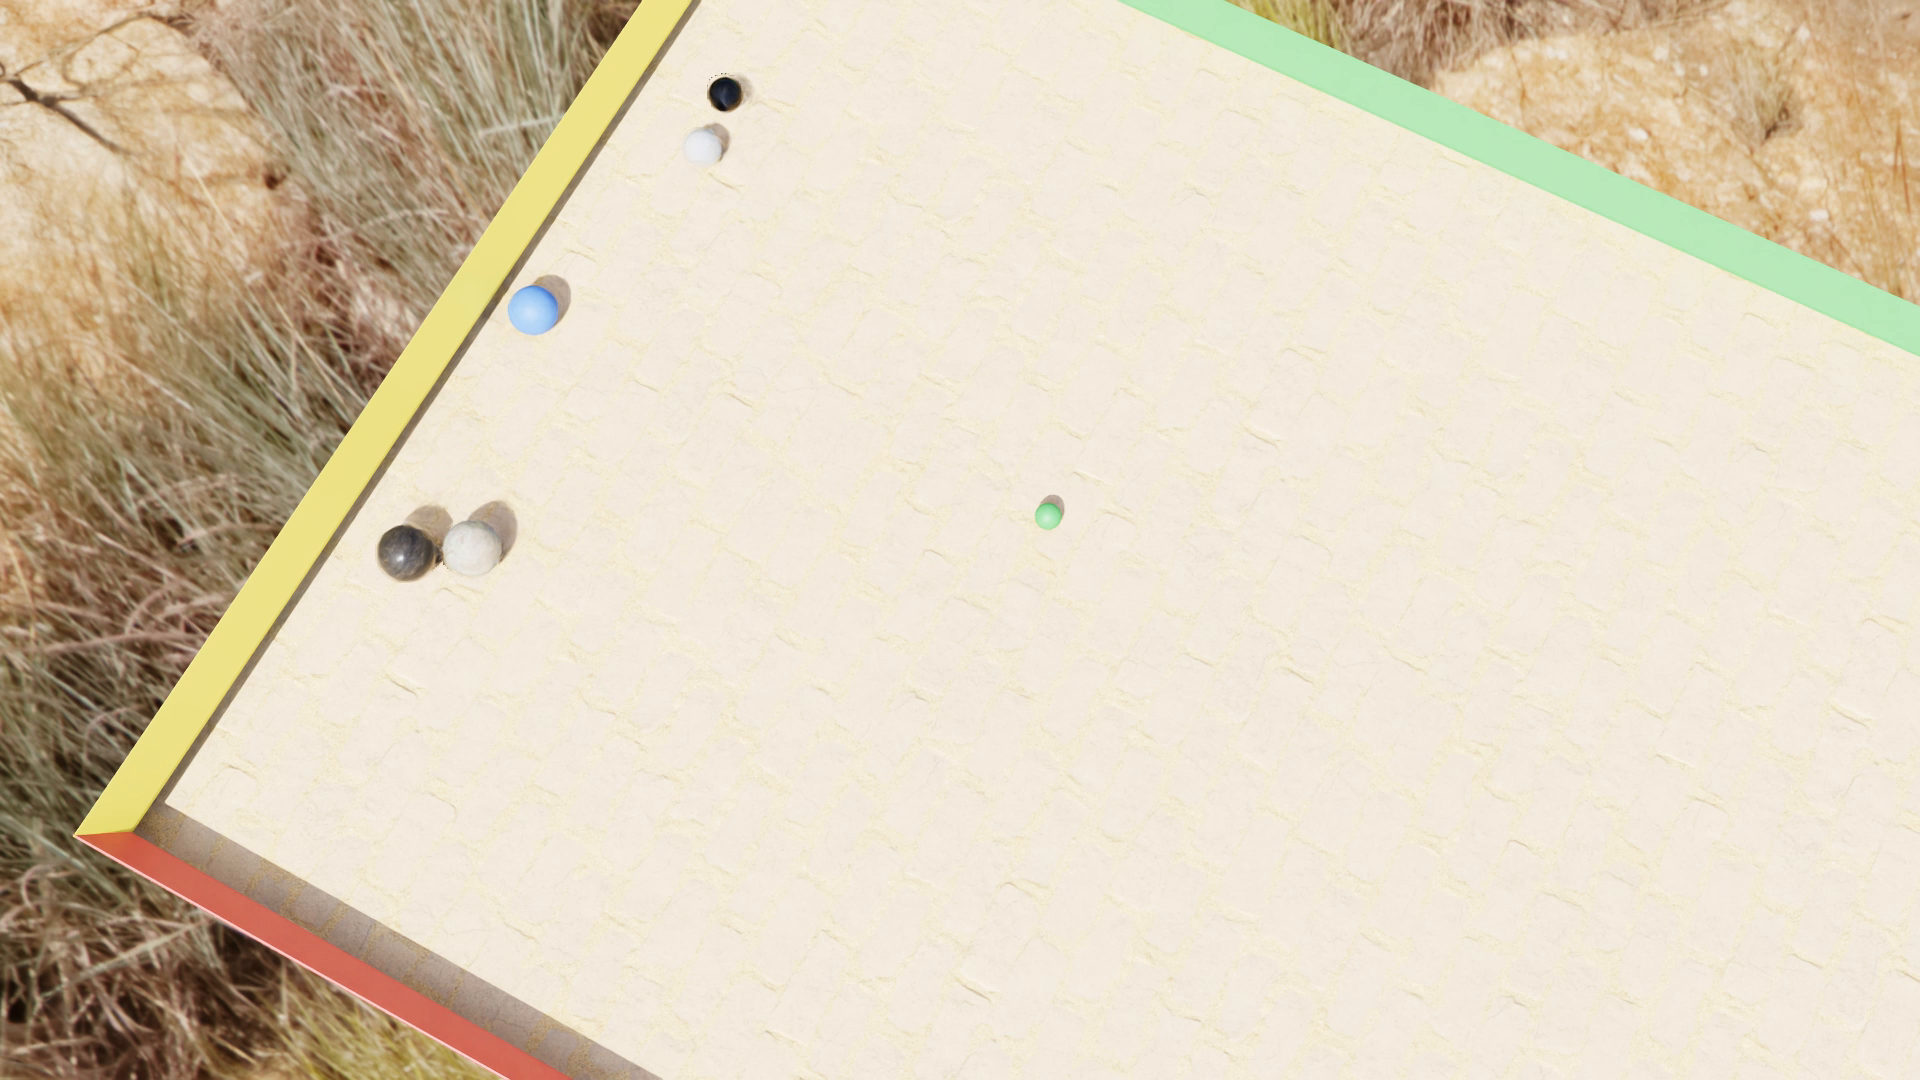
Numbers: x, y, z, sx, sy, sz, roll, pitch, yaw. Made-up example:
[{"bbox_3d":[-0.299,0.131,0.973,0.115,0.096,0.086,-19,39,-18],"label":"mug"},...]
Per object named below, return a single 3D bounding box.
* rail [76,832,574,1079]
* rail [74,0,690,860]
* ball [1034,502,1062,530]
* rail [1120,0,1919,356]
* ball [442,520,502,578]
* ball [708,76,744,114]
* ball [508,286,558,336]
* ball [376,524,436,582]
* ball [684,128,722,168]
[{"bbox_3d":[0.332,1.231,2.965,3.649,0.119,0.045,26,72,9],"label":"rail"},{"bbox_3d":[-0.786,-0.398,3.576,0.045,0.119,2.078,26,72,9],"label":"rail"},{"bbox_3d":[0.140,-0.037,3.482,0.043,0.043,0.043,0,69,0],"label":"ball"},{"bbox_3d":[1.281,-0.450,3.595,3.649,0.119,0.045,26,72,9],"label":"rail"},{"bbox_3d":[-0.763,0.014,3.438,0.090,0.090,0.090,0,69,0],"label":"ball"},{"bbox_3d":[-0.399,-0.758,3.742,0.062,0.062,0.062,0,69,0],"label":"ball"},{"bbox_3d":[-0.697,-0.374,3.588,0.081,0.081,0.081,0,69,0],"label":"ball"},{"bbox_3d":[-0.864,0.020,3.435,0.091,0.091,0.091,0,69,0],"label":"ball"},{"bbox_3d":[-0.433,-0.660,3.703,0.066,0.066,0.066,0,69,0],"label":"ball"}]
